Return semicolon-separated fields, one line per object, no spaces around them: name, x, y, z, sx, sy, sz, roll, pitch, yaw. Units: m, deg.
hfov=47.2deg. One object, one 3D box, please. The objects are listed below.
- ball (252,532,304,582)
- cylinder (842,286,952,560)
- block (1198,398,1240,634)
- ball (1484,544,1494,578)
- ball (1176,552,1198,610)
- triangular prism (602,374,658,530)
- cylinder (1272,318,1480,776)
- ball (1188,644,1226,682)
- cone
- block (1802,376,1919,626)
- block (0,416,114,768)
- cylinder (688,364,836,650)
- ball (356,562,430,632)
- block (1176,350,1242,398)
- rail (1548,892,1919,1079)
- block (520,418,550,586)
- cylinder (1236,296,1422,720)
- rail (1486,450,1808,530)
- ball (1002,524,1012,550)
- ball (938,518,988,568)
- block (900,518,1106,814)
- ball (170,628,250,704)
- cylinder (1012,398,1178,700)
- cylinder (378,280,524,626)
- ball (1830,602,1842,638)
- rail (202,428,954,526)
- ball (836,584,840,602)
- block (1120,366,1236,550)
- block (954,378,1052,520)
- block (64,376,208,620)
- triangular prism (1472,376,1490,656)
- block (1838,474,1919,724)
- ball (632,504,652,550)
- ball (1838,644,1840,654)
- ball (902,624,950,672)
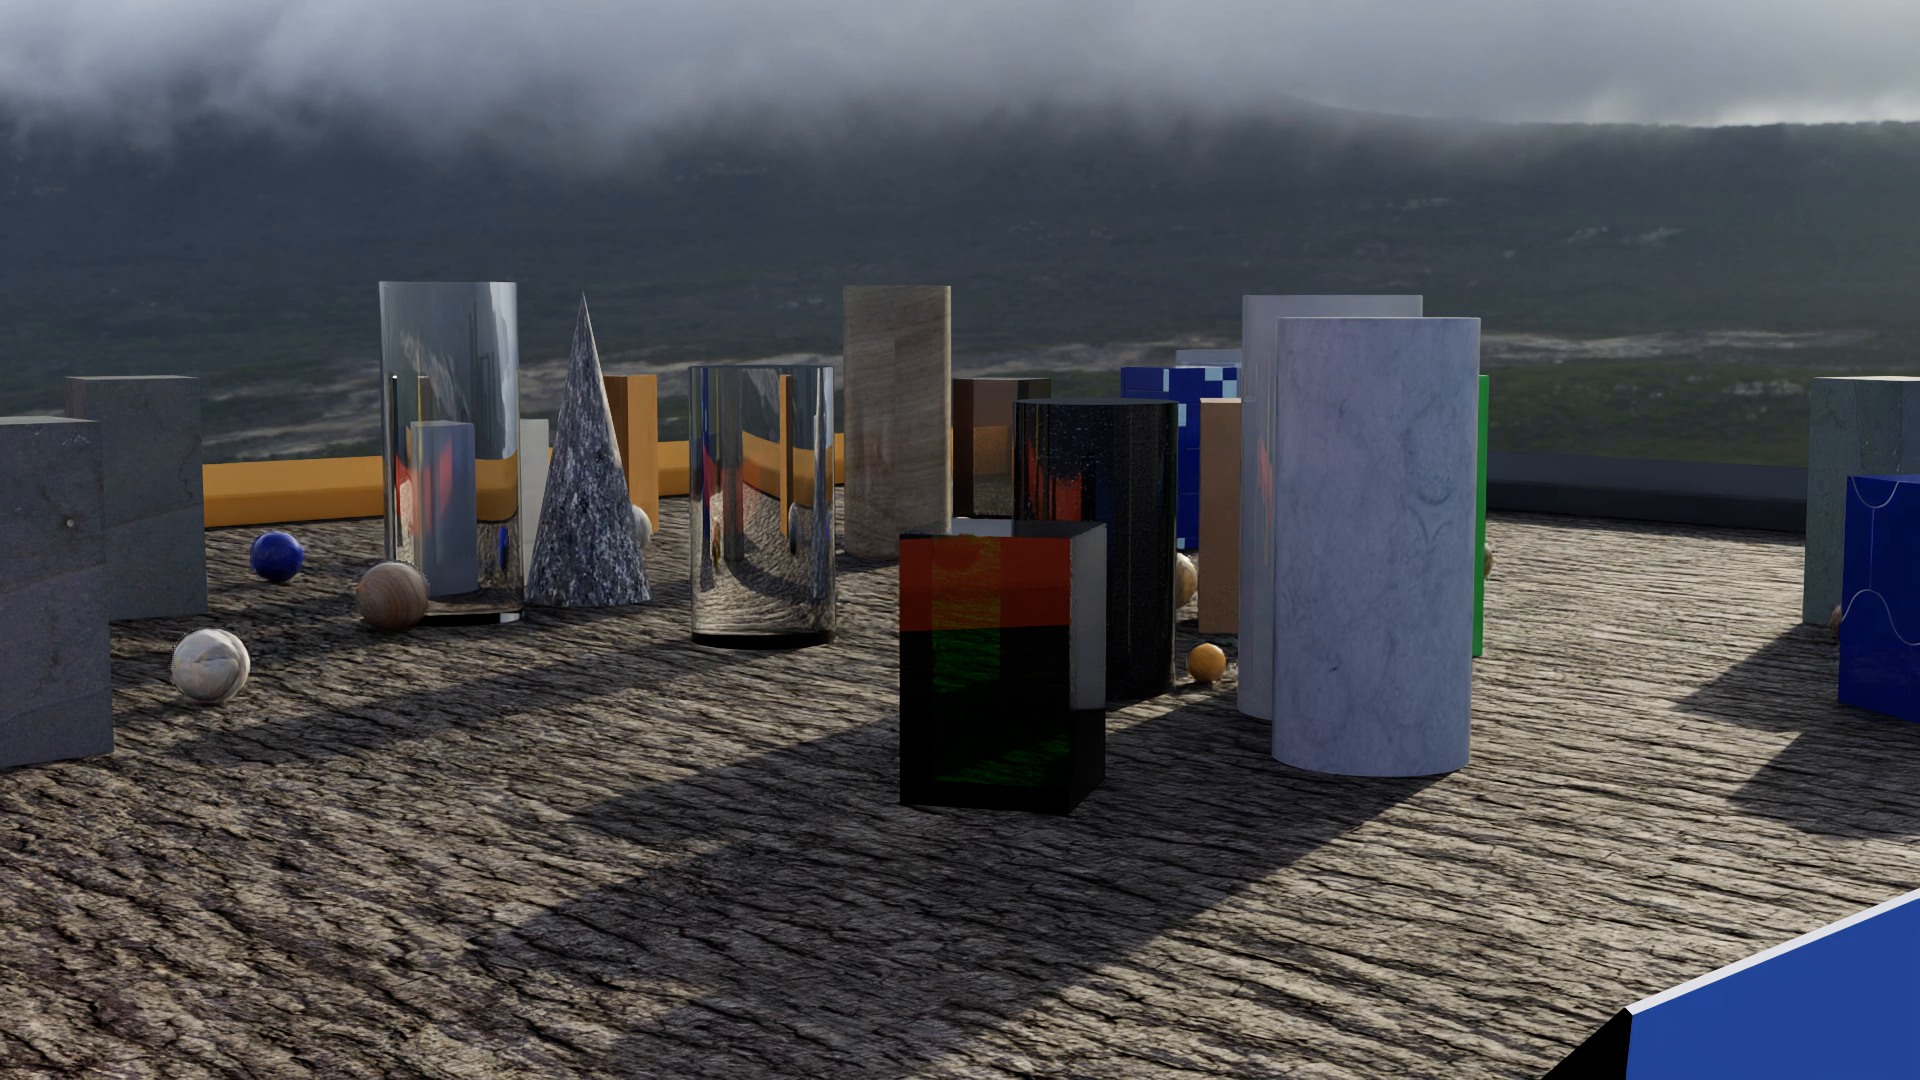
ball;-1.121;0.027;3.611;0.082;0.082;0.082;0;6;0
cylinder;-0.114;-0.217;3.997;0.195;0.487;0.195;0;6;0
block;0.416;-0.037;3.095;0.156;0.318;0.156;1;6;5
ball;0.819;0.033;3.553;0.084;0.084;0.084;0;6;0
ball;0.305;0.060;3.254;0.092;0.092;0.092;0;6;0
triangular prism;-0.664;-0.172;4.396;0.169;0.315;0.147;5;8;42
cylinder;0.410;-0.001;2.178;0.195;0.437;0.195;0;6;0
ball;0.296;0.147;2.636;0.047;0.047;0.047;0;6;0
cone;-0.576;-0.146;3.382;0.195;0.475;0.195;0;6;0
block;1.312;-0.053;3.097;0.156;0.349;0.156;-3;7;-26
block;-0.964;0.048;2.208;0.156;0.334;0.156;-5;8;-42
cylinder;-0.266;-0.049;2.967;0.195;0.368;0.195;0;6;0
ball;-0.786;0.079;3.046;0.098;0.098;0.098;0;6;0
block;0.529;-0.199;4.414;0.156;0.364;0.156;2;6;22
rail;1.290;0.179;1.942;3.996;0.127;0.045;-5;8;-42
block;-0.777;-0.062;3.583;0.156;0.265;0.156;2;6;20
cylinder;0.408;-0.039;2.436;0.195;0.460;0.195;0;6;0
rail;1.451;-0.106;4.663;0.045;0.127;3.852;-5;8;-42
ball;0.102;-0.004;4.070;0.050;0.050;0.050;0;6;0
ball;0.005;0.005;3.803;0.088;0.088;0.088;0;6;0
block;0.042;0.111;2.029;0.156;0.246;0.156;2;6;16
ball;-0.850;0.143;2.495;0.085;0.085;0.085;0;6;0
cylinder;0.158;0.005;2.595;0.195;0.338;0.195;0;6;0
cylinder;-0.732;-0.129;3.170;0.195;0.484;0.195;0;6;0
ball;1.195;0.108;2.932;0.062;0.062;0.062;0;6;0
rail;-1.290;-0.113;4.722;3.996;0.127;0.045;-5;8;-42
ball;-0.198;0.074;3.086;0.057;0.057;0.057;0;6;0
block;0.413;-0.160;4.180;0.156;0.337;0.156;-3;7;-30
block;0.091;-0.200;4.753;0.156;0.297;0.156;3;7;29
block;-1.214;-0.066;3.239;0.156;0.346;0.156;-4;7;-33
triangular prism;0.569;-0.034;2.860;0.169;0.361;0.147;-3;7;-25
block;1.096;0.062;2.439;0.156;0.258;0.156;-2;6;-14
ball;-0.608;-0.019;3.993;0.095;0.095;0.095;0;6;0
ball;1.125;0.137;2.760;0.042;0.042;0.042;0;6;0
ball;-0.042;0.133;2.719;0.058;0.058;0.058;0;6;0
